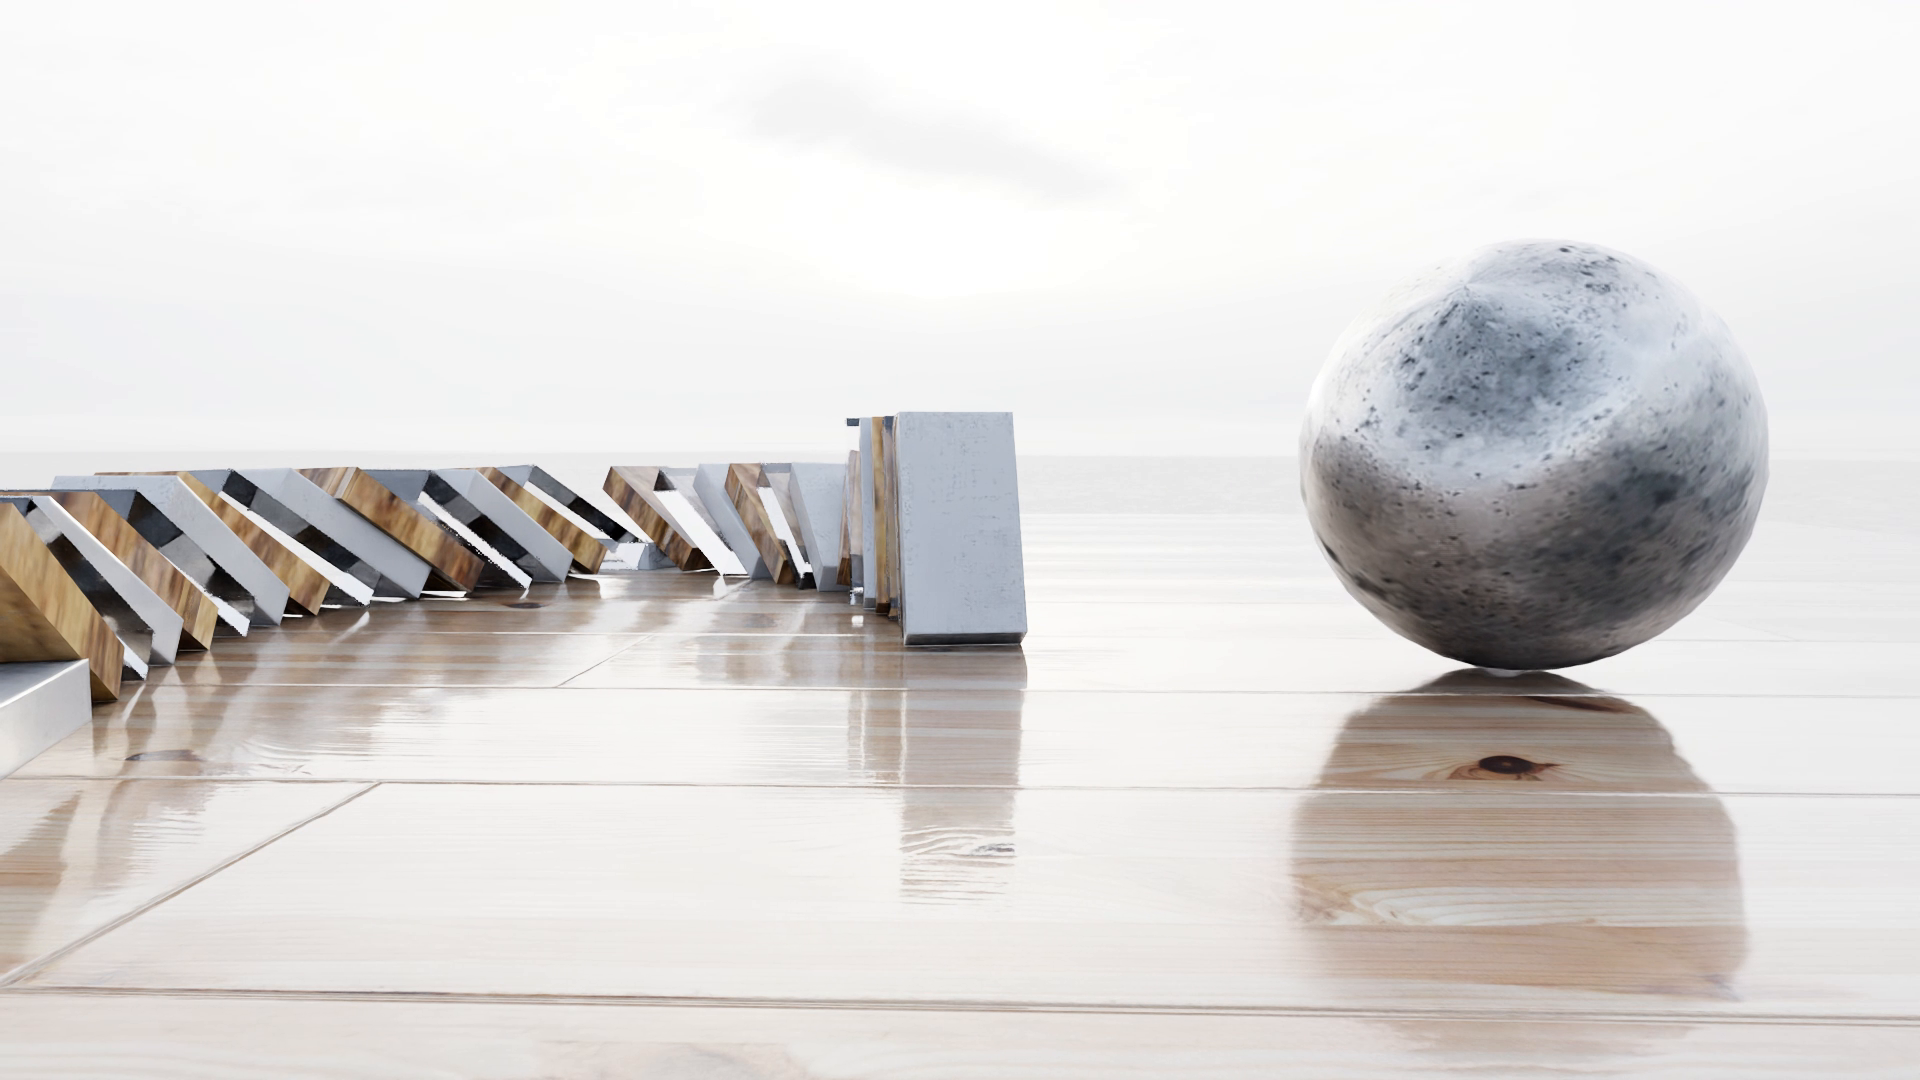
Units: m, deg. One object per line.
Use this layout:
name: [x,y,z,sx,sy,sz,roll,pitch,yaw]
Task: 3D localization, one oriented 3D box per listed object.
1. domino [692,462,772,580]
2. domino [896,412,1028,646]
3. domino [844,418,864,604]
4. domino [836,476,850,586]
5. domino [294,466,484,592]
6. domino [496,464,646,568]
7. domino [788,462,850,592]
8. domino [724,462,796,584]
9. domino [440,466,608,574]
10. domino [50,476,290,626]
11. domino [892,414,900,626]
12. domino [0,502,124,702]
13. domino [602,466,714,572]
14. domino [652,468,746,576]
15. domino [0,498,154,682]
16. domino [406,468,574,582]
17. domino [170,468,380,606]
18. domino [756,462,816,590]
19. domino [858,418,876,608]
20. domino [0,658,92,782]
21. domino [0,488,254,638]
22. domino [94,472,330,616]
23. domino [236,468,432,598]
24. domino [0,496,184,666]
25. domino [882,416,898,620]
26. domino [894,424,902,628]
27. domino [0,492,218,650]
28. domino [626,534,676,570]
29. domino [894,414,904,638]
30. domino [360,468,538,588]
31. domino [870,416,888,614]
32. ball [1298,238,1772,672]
domino: [-0.066,-0.007,0.422,0.025,0.010,0.050,-3,40,-37]
domino: [0.000,-0.003,0.275,0.025,0.050,0.010,-1,-20,-7]
domino: [-0.018,-0.008,0.347,0.025,0.050,0.009,-1,-20,-9]
domino: [-0.021,-0.005,0.370,0.025,0.010,0.050,9,36,-9]
domino: [-0.157,-0.002,0.349,0.025,0.010,0.050,0,-30,24]
domino: [-0.129,-0.007,0.414,0.025,0.010,0.050,-1,-30,35]
domino: [-0.034,-0.005,0.381,0.025,0.010,0.050,1,39,-21]
domino: [-0.055,-0.006,0.409,0.025,0.010,0.050,-3,40,-32]
domino: [-0.137,-0.005,0.399,0.025,0.010,0.050,0,-29,33]
domino: [-0.172,0.003,0.281,0.025,0.010,0.050,0,-30,1]
domino: [-0.003,-0.005,0.307,0.025,0.050,0.009,-1,-20,-7]
domino: [-0.146,0.011,0.190,0.025,0.010,0.050,-2,-27,-17]
domino: [-0.099,-0.008,0.445,0.050,0.010,0.025,40,25,29]
domino: [-0.081,-0.007,0.435,0.025,0.010,0.050,-4,37,-43]
domino: [-0.154,0.010,0.207,0.025,0.009,0.050,-2,-27,-13]
domino: [-0.140,-0.004,0.381,0.025,0.009,0.050,2,-29,21]
domino: [-0.172,0.000,0.318,0.025,0.009,0.050,0,-30,22]
domino: [-0.044,-0.005,0.395,0.025,0.009,0.050,-2,40,-26]
domino: [-0.013,-0.007,0.337,0.025,0.050,0.010,-1,-20,-7]
domino: [-0.138,0.025,0.170,0.025,0.009,0.050,-2,5,-20]
domino: [-0.169,0.006,0.263,0.025,0.009,0.050,0,-27,-3]
domino: [-0.175,0.002,0.300,0.025,0.010,0.050,0,-30,15]
domino: [-0.166,-0.001,0.334,0.025,0.010,0.050,0,-30,25]
domino: [-0.162,0.009,0.225,0.025,0.009,0.050,-1,-27,-7]
domino: [-0.006,-0.006,0.317,0.025,0.050,0.010,-1,-20,-7]
domino: [-0.002,-0.004,0.296,0.025,0.050,0.010,-1,-20,-7]
domino: [-0.166,0.007,0.244,0.025,0.009,0.050,0,-27,-5]
domino: [-0.121,0.004,0.454,0.050,0.010,0.025,2,5,29]
domino: [-0.001,-0.004,0.286,0.025,0.050,0.010,-1,-20,-7]
domino: [-0.145,-0.003,0.364,0.025,0.009,0.050,2,-29,21]
domino: [-0.009,-0.007,0.327,0.025,0.050,0.009,-1,-20,-7]
ball: [0.105,-0.016,0.240,0.080,0.080,0.080,0,4,0]
